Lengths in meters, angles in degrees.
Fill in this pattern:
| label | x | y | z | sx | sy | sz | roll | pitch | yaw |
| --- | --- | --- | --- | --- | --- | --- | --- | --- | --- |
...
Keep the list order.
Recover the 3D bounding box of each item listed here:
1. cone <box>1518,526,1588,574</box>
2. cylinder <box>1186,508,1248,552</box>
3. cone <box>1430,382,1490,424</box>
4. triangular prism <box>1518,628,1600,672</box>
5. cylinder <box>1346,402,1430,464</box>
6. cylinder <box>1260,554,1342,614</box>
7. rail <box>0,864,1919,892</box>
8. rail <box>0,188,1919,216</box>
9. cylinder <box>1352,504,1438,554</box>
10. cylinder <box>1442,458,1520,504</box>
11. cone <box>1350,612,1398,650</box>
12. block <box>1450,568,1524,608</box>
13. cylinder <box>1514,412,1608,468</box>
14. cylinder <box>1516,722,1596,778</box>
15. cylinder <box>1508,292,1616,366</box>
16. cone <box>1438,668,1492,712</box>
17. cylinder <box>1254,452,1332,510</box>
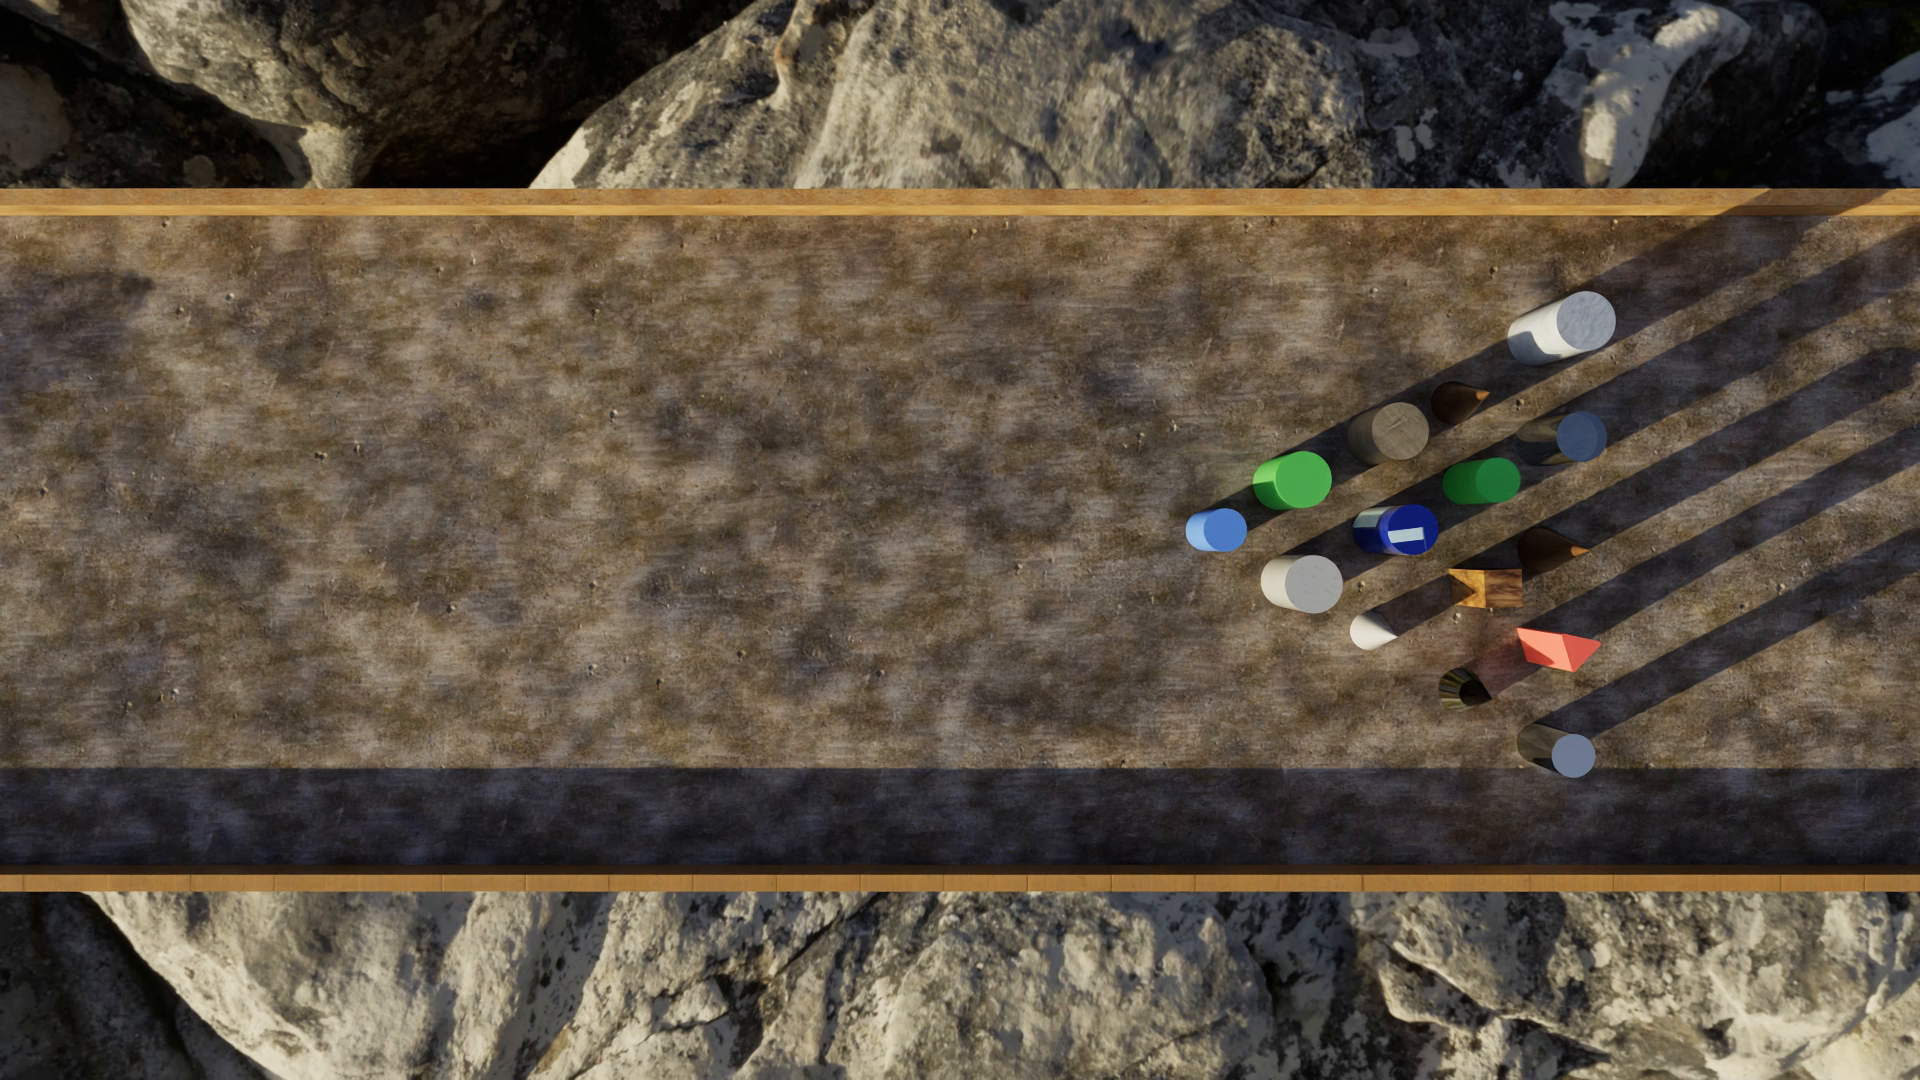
| label | x | y | z | sx | sy | sz | roll | pitch | yaw |
| --- | --- | --- | --- | --- | --- | --- | --- | --- | --- |
| cone | 1.789 | 0.029 | 4.880 | 0.146 | 0.394 | 0.146 | 0 | 90 | 0 |
| cylinder | 0.756 | -0.029 | 4.889 | 0.124 | 0.374 | 0.124 | 0 | 90 | 0 |
| cone | 1.517 | -0.422 | 4.896 | 0.135 | 0.360 | 0.135 | 0 | 90 | 0 |
| triangular prism | 1.751 | 0.301 | 4.888 | 0.098 | 0.377 | 0.113 | 43 | 90 | 0 |
| cylinder | 1.270 | -0.315 | 4.916 | 0.166 | 0.321 | 0.166 | 0 | 90 | 0 |
| cylinder | 1.009 | 0.126 | 4.890 | 0.167 | 0.373 | 0.167 | 0 | 90 | 0 |
| rail | -2.247 | 1.025 | 5.001 | 12.000 | 0.150 | 0.050 | 0 | 90 | 0 |
| rail | -2.247 | -1.025 | 5.002 | 12.000 | 0.150 | 0.050 | 0 | 90 | 0 |
| cylinder | 1.279 | -0.029 | 4.866 | 0.144 | 0.421 | 0.144 | 0 | 90 | 0 |
| cylinder | 1.549 | -0.173 | 4.912 | 0.130 | 0.328 | 0.130 | 0 | 90 | 0 |
| cone | 1.260 | 0.280 | 4.911 | 0.118 | 0.330 | 0.118 | 0 | 90 | 0 |
| block | 1.562 | 0.139 | 4.907 | 0.108 | 0.338 | 0.108 | -3 | 90 | 0 |
| cylinder | 1.774 | -0.295 | 4.892 | 0.145 | 0.370 | 0.145 | 0 | 90 | 0 |
| cylinder | 1.776 | 0.625 | 4.925 | 0.127 | 0.302 | 0.127 | 0 | 90 | 0 |
| cylinder | 1.770 | -0.620 | 4.870 | 0.169 | 0.413 | 0.169 | 0 | 90 | 0 |
| cone | 1.540 | 0.461 | 4.921 | 0.136 | 0.310 | 0.136 | 0 | 90 | 0 |
| cylinder | 0.983 | -0.173 | 4.897 | 0.162 | 0.359 | 0.162 | 0 | 90 | 0 |
